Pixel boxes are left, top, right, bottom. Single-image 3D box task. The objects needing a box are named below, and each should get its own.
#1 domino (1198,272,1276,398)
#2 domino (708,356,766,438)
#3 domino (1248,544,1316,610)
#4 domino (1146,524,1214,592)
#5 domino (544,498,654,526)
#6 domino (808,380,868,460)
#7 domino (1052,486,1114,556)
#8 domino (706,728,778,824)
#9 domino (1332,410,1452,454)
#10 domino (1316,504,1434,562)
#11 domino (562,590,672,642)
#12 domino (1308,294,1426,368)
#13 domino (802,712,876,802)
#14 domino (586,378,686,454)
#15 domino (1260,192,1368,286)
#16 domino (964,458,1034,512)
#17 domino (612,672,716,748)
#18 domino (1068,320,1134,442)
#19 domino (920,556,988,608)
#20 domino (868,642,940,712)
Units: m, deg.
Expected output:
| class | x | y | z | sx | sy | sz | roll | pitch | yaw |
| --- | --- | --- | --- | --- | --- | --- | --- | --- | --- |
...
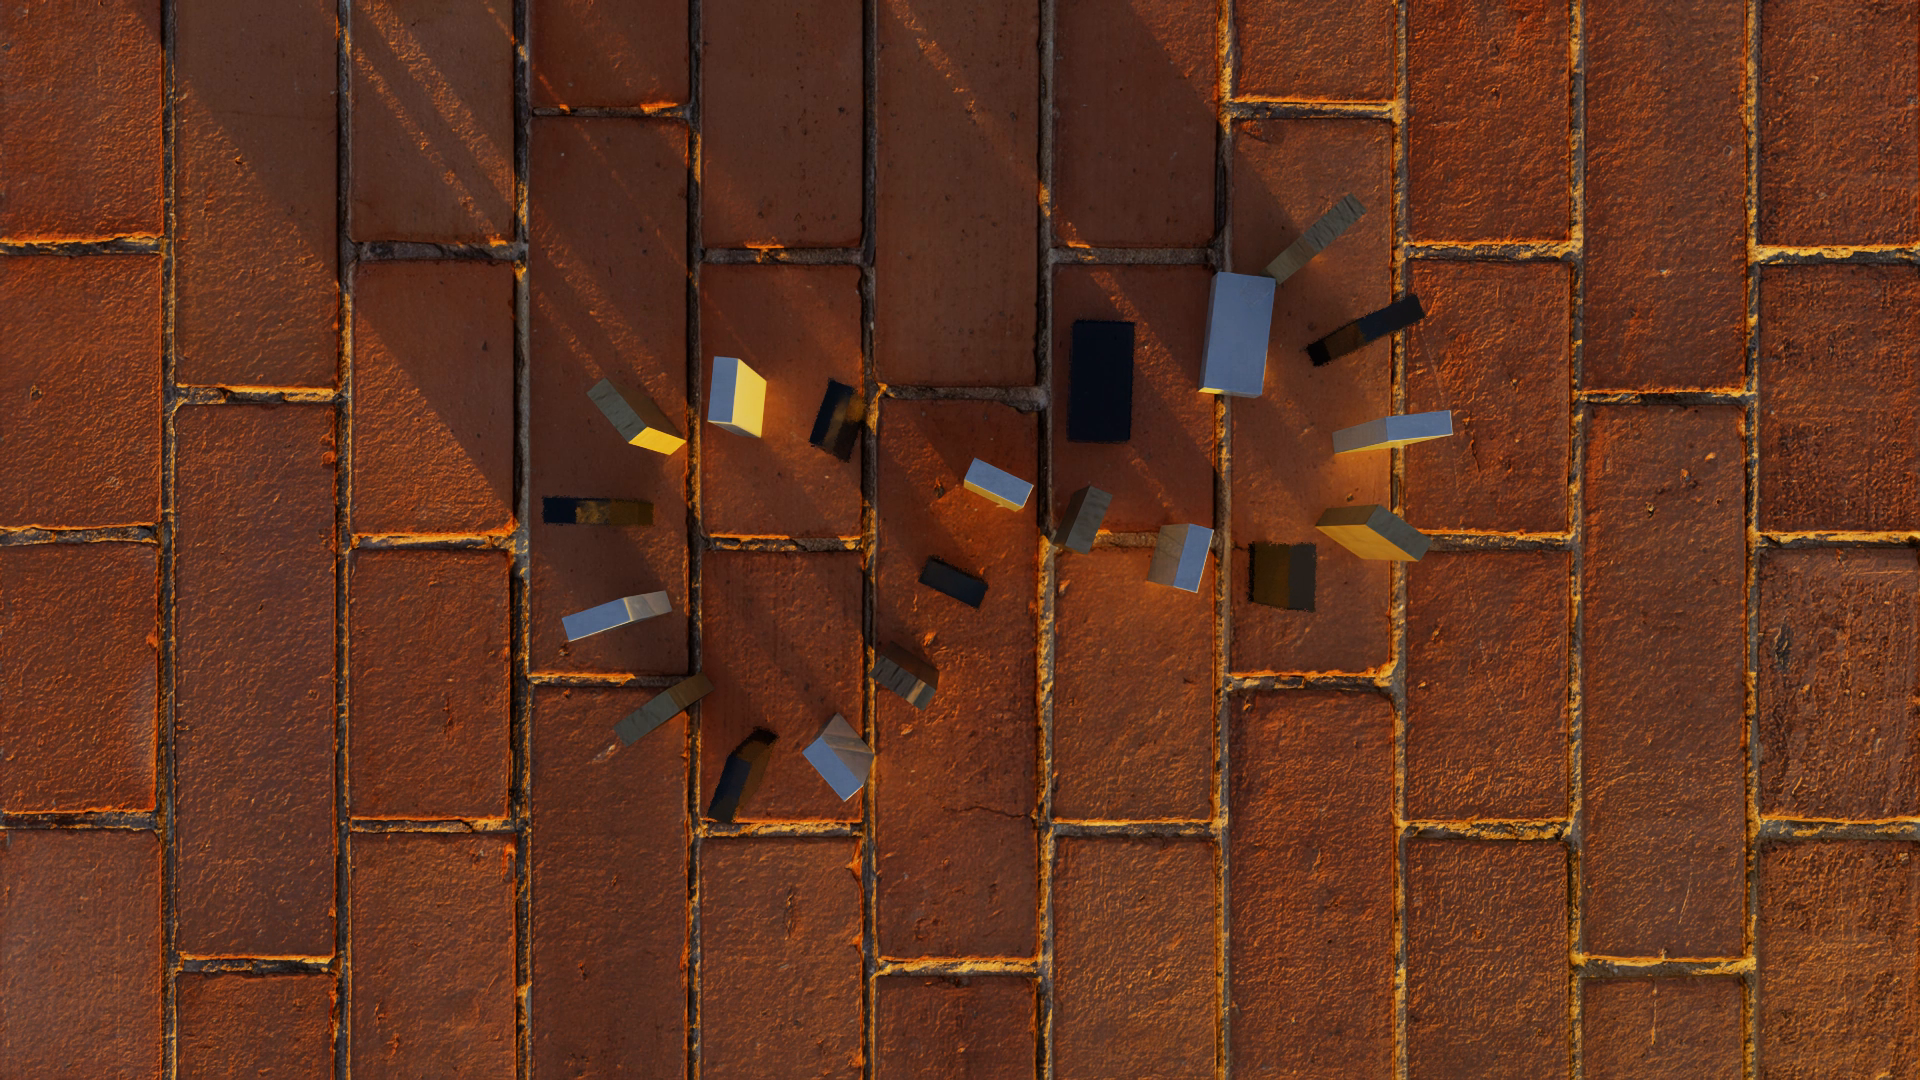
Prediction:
| class | x | y | z | sx | sy | sz | roll | pitch | yaw |
| --- | --- | --- | --- | --- | --- | --- | --- | --- | --- |
| domino | 0.119 | -0.088 | 0.395 | 0.025 | 0.009 | 0.050 | 7 | 90 | 0 |
| domino | -0.090 | -0.057 | 0.375 | 0.010 | 0.050 | 0.025 | 6 | 90 | 0 |
| domino | 0.131 | 0.014 | 0.375 | 0.009 | 0.050 | 0.025 | 1 | 90 | 0 |
| domino | 0.089 | 0.007 | 0.375 | 0.009 | 0.050 | 0.025 | 15 | 90 | 0 |
| domino | -0.146 | -0.011 | 0.375 | 0.025 | 0.050 | 0.009 | 1 | 90 | 0 |
| domino | -0.049 | -0.048 | 0.375 | 0.009 | 0.050 | 0.025 | 20 | 90 | 0 |
| domino | 0.049 | -0.008 | 0.375 | 0.010 | 0.050 | 0.025 | 23 | 90 | 0 |
| domino | -0.088 | 0.096 | 0.375 | 0.010 | 0.050 | 0.025 | 20 | 90 | 0 |
| domino | 0.175 | -0.044 | 0.375 | 0.025 | 0.050 | 0.010 | -6 | 90 | 0 |
| domino | 0.168 | -0.003 | 0.375 | 0.025 | 0.050 | 0.009 | 34 | 90 | 0 |
| domino | -0.139 | 0.030 | 0.375 | 0.025 | 0.050 | 0.009 | -18 | 90 | 0 |
| domino | 0.165 | -0.085 | 0.375 | 0.025 | 0.050 | 0.009 | -23 | 90 | 0 |
| domino | -0.049 | 0.088 | 0.375 | 0.009 | 0.050 | 0.025 | -41 | 90 | 0 |
| domino | -0.131 | -0.050 | 0.375 | 0.009 | 0.050 | 0.025 | -40 | 90 | 0 |
| domino | 0.143 | -0.121 | 0.375 | 0.025 | 0.050 | 0.010 | -41 | 90 | 0 |
| domino | 0.015 | -0.022 | 0.375 | 0.025 | 0.050 | 0.010 | 25 | 90 | 0 |
| domino | -0.120 | 0.068 | 0.375 | 0.025 | 0.050 | 0.010 | -35 | 90 | 0 |
| domino | 0.061 | -0.068 | 0.395 | 0.025 | 0.009 | 0.050 | 2 | 90 | 0 |
| domino | -0.002 | 0.017 | 0.375 | 0.025 | 0.050 | 0.010 | 25 | 90 | 0 |
| domino | -0.022 | 0.055 | 0.375 | 0.025 | 0.050 | 0.010 | 33 | 90 | 0 |
